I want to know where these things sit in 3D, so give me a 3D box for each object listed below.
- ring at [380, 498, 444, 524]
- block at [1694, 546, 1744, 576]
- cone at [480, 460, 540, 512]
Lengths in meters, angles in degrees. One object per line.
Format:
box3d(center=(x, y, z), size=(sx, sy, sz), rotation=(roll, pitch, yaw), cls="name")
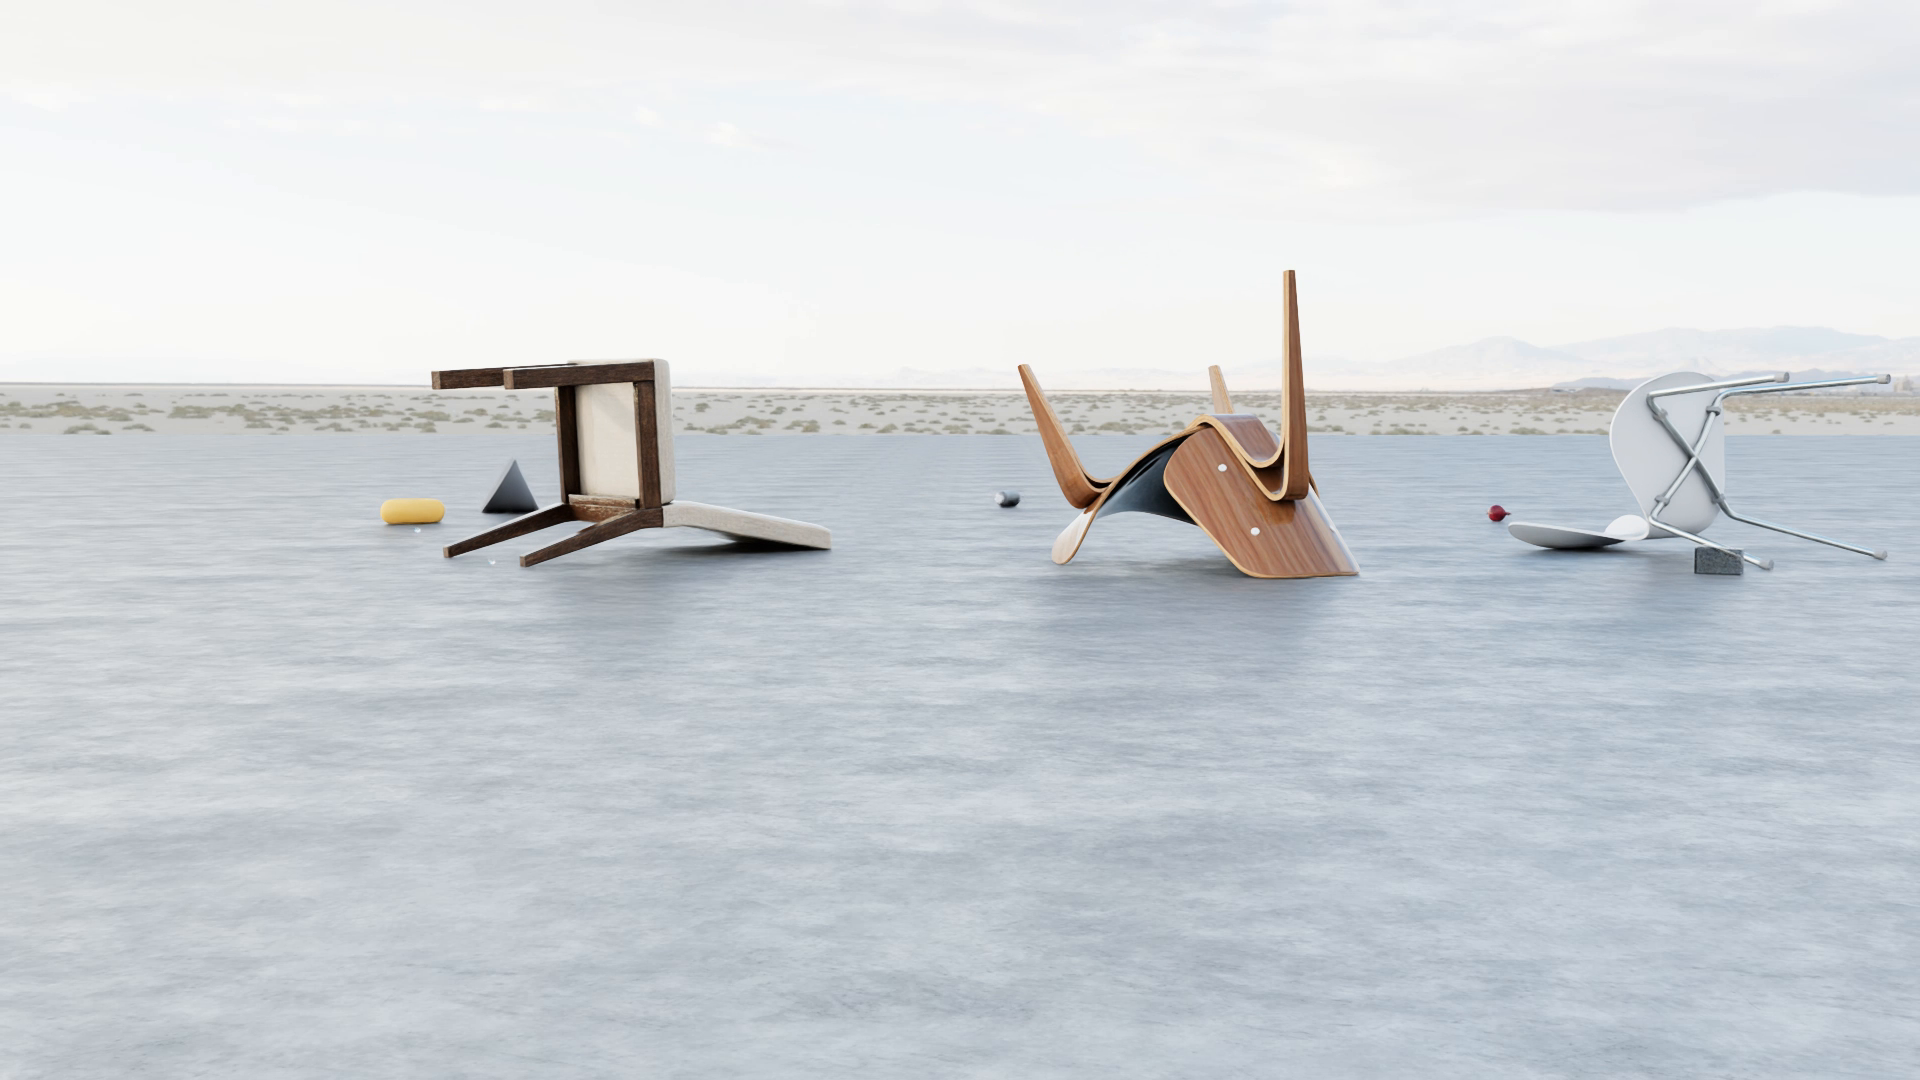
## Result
box3d(center=(-1.832, -0.096, 7.366), size=(0.139, 0.082, 0.236), rotation=(5, 5, 42), cls="ring")
box3d(center=(1.846, 0.051, 5.347), size=(0.107, 0.063, 0.057), rotation=(2, 4, 27), cls="block")
box3d(center=(-1.614, -0.152, 8.045), size=(0.181, 0.231, 0.220), rotation=(33, -13, -14), cls="cone")
